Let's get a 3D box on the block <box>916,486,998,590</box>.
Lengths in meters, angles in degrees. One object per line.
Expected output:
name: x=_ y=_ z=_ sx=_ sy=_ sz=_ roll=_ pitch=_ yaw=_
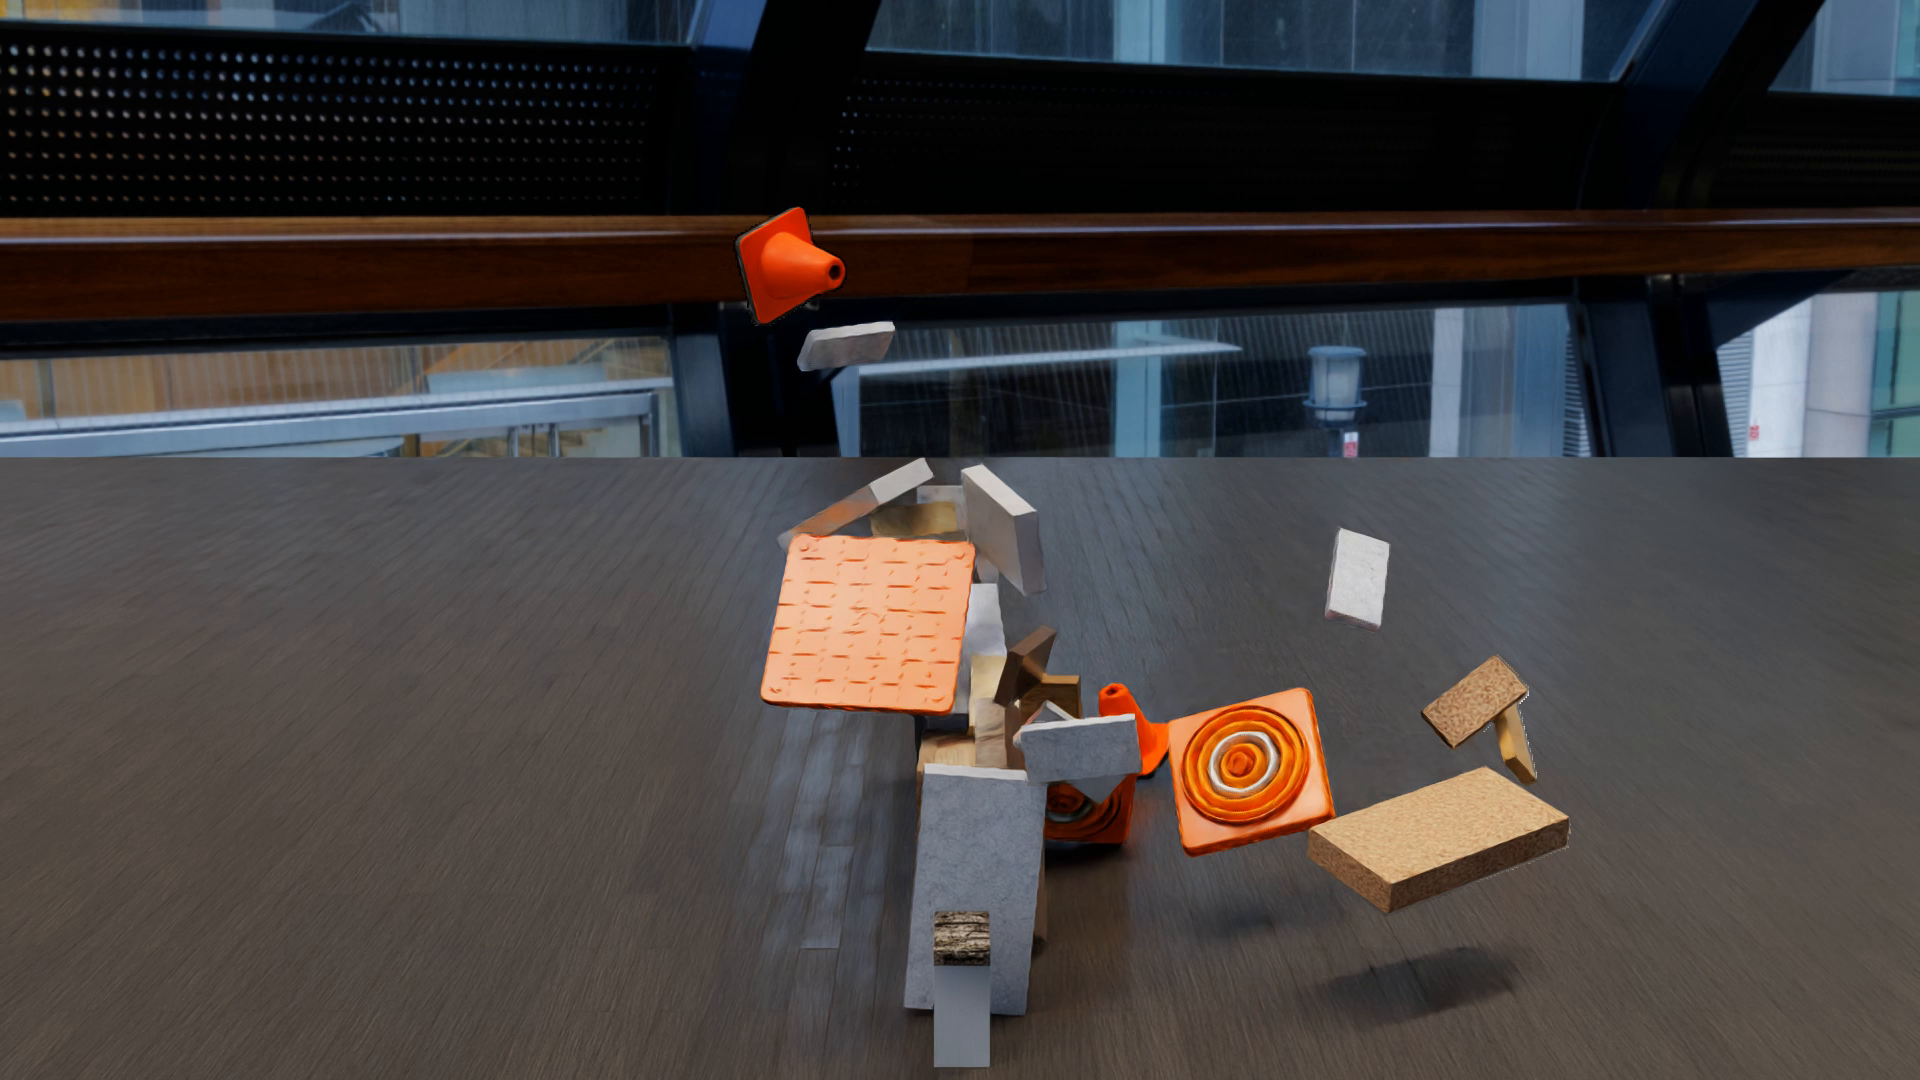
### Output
block: x=-0.005 y=0.049 z=4.097 sx=0.150 sy=0.301 sz=0.043 roll=1 pitch=4 yaw=7

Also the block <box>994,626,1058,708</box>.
block: x=0.094 y=0.179 z=3.128 sx=0.023 sy=0.080 sz=0.160 roll=21 pitch=17 yaw=15

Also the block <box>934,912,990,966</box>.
block: x=0.003 y=0.546 z=3.019 sx=0.076 sy=0.021 sz=0.151 roll=0 pitch=11 yaw=0

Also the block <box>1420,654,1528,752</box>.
block: x=0.884 y=0.279 z=3.782 sx=0.166 sy=0.083 sz=0.023 roll=-36 pitch=-22 yaw=-8

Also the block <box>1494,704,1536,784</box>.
block: x=0.956 y=0.335 z=3.824 sx=0.023 sy=0.083 sz=0.166 roll=-27 pitch=41 yaw=24

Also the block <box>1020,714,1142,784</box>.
block: x=0.170 y=0.291 z=3.070 sx=0.160 sy=0.080 sz=0.023 roll=-7 pitch=18 yaw=9

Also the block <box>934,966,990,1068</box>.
block: x=0.003 y=0.640 z=2.985 sx=0.076 sy=0.151 sz=0.021 roll=0 pitch=11 yaw=0

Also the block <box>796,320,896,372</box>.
block: x=-0.210 y=-0.359 z=4.068 sx=0.173 sy=0.086 sz=0.024 roll=-11 pitch=58 yaw=-30

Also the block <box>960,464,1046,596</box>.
block: x=0.074 y=-0.021 z=3.829 sx=0.041 sy=0.145 sz=0.290 roll=-14 pitch=21 yaw=-14

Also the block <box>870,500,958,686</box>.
block: x=-0.063 y=0.095 z=4.001 sx=0.150 sy=0.319 sz=0.043 roll=-7 pitch=-10 yaw=-19

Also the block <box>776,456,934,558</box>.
block: x=-0.196 y=-0.060 z=4.069 sx=0.150 sy=0.043 sz=0.301 roll=-30 pitch=1 yaw=-44

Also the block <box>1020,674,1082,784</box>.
block: x=0.139 y=0.281 z=3.261 sx=0.086 sy=0.173 sz=0.024 roll=1 pitch=26 yaw=14

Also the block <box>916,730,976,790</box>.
block: x=-0.007 y=0.356 z=3.562 sx=0.116 sy=0.033 sz=0.232 roll=0 pitch=11 yaw=1

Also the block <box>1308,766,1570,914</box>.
block: x=0.706 y=0.438 z=3.243 sx=0.350 sy=0.050 sz=0.175 roll=-14 pitch=28 yaw=-29

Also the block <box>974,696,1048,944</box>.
block: x=0.079 y=0.437 z=3.421 sx=0.050 sy=0.350 sz=0.175 roll=-9 pitch=-24 yaw=18

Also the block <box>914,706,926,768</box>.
block: x=-0.012 y=0.417 z=3.892 sx=0.124 sy=0.248 sz=0.035 roll=-3 pitch=2 yaw=5

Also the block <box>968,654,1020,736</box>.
block: x=0.057 y=0.260 z=3.659 sx=0.083 sy=0.023 sz=0.166 roll=5 pitch=42 yaw=-2

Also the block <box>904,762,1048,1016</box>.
block: x=0.021 y=0.501 z=3.150 sx=0.175 sy=0.350 sz=0.050 roll=5 pitch=10 yaw=-3

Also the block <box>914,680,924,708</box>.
block: x=0.008 y=0.279 z=3.839 sx=0.124 sy=0.035 sz=0.247 roll=-6 pitch=9 yaw=-14

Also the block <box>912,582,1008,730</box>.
block: x=0.004 y=0.196 z=3.768 sx=0.145 sy=0.041 sz=0.307 roll=1 pitch=43 yaw=-8

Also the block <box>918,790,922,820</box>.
block: x=-0.009 y=0.504 z=3.494 sx=0.116 sy=0.232 sz=0.033 roll=0 pitch=11 yaw=1

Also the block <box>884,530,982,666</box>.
block: x=-0.026 y=0.124 z=3.911 sx=0.145 sy=0.290 sz=0.041 roll=-8 pitch=-29 yaw=-19

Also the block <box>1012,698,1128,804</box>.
block: x=0.165 y=0.308 z=3.184 sx=0.160 sy=0.080 sz=0.023 roll=36 pitch=22 yaw=-10

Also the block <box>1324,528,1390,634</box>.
block: x=0.648 y=0.065 z=3.588 sx=0.086 sy=0.024 sz=0.173 roll=18 pitch=52 yaw=-3
